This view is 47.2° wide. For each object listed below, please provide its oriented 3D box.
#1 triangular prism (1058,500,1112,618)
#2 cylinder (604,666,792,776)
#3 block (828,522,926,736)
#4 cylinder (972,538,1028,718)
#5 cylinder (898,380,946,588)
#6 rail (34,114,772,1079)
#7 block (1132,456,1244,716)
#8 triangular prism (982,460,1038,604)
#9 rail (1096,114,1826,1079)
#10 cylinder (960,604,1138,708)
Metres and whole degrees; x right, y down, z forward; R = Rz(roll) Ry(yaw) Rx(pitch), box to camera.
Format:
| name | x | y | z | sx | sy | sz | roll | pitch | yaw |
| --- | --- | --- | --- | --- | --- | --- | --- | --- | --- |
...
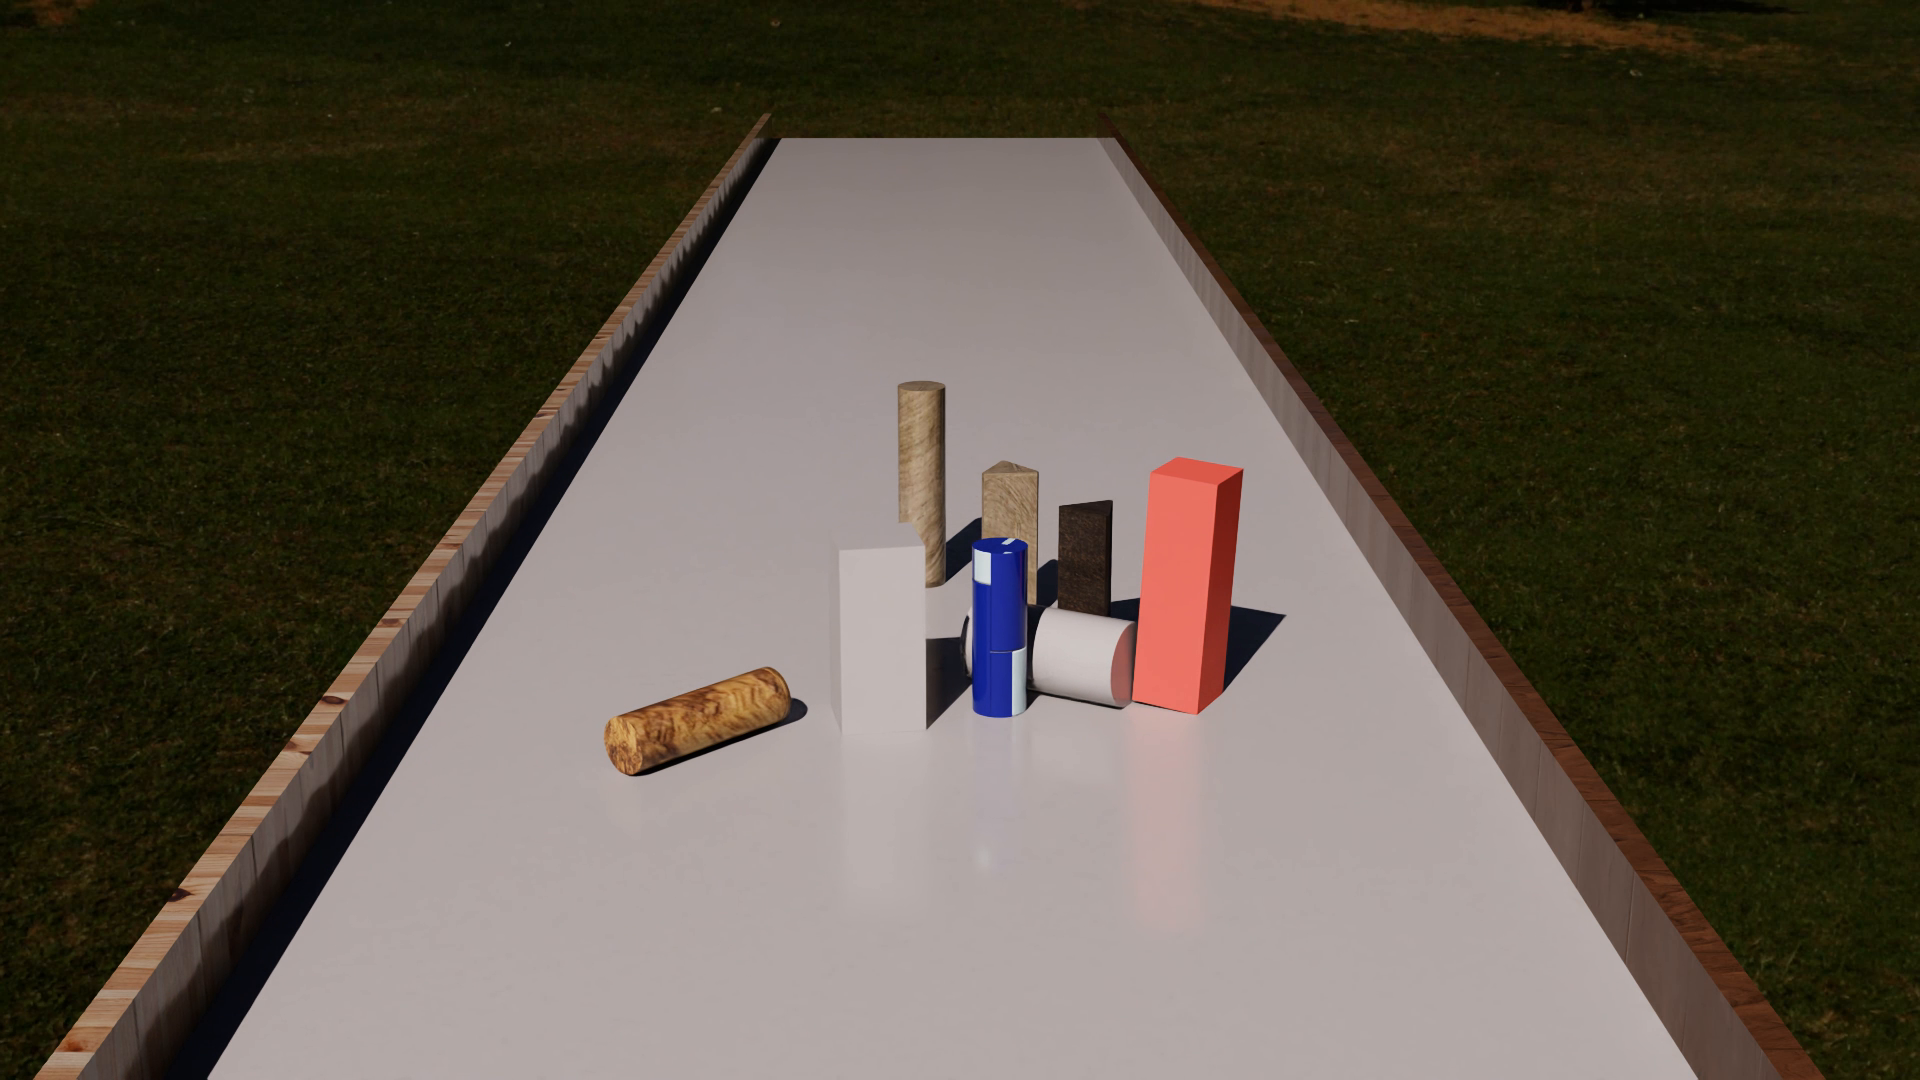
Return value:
| name | x | y | z | sx | sy | sz | roll | pitch | yaw |
| --- | --- | --- | --- | --- | --- | --- | --- | --- | --- |
| triangular prism | 0.272 | 0.081 | 4.405 | 0.117 | 0.313 | 0.101 | 12 | 20 | 35 |
| cylinder | -0.468 | 0.322 | 3.957 | 0.106 | 0.106 | 0.350 | 15 | 22 | 41 |
| block | -0.153 | 0.163 | 4.056 | 0.156 | 0.355 | 0.156 | -3 | 17 | -10 |
| cylinder | 0.074 | 0.164 | 4.112 | 0.103 | 0.321 | 0.103 | 0 | 17 | 0 |
| cylinder | -0.084 | -0.121 | 4.851 | 0.105 | 0.447 | 0.105 | 0 | 17 | 0 |
| rail | -1.118 | -0.838 | 7.780 | 0.050 | 0.150 | 12.000 | 0 | 17 | -1 |
| block | 0.428 | 0.085 | 4.137 | 0.132 | 0.451 | 0.132 | 12 | 20 | 25 |
| triangular prism | 0.098 | 0.002 | 4.647 | 0.117 | 0.326 | 0.101 | -2 | 17 | -7 |
| rail | 0.932 | -0.844 | 7.801 | 0.050 | 0.150 | 12.000 | 0 | 17 | -1 |
| cylinder | 0.179 | 0.213 | 4.225 | 0.321 | 0.164 | 0.164 | 9 | 19 | 28 |
